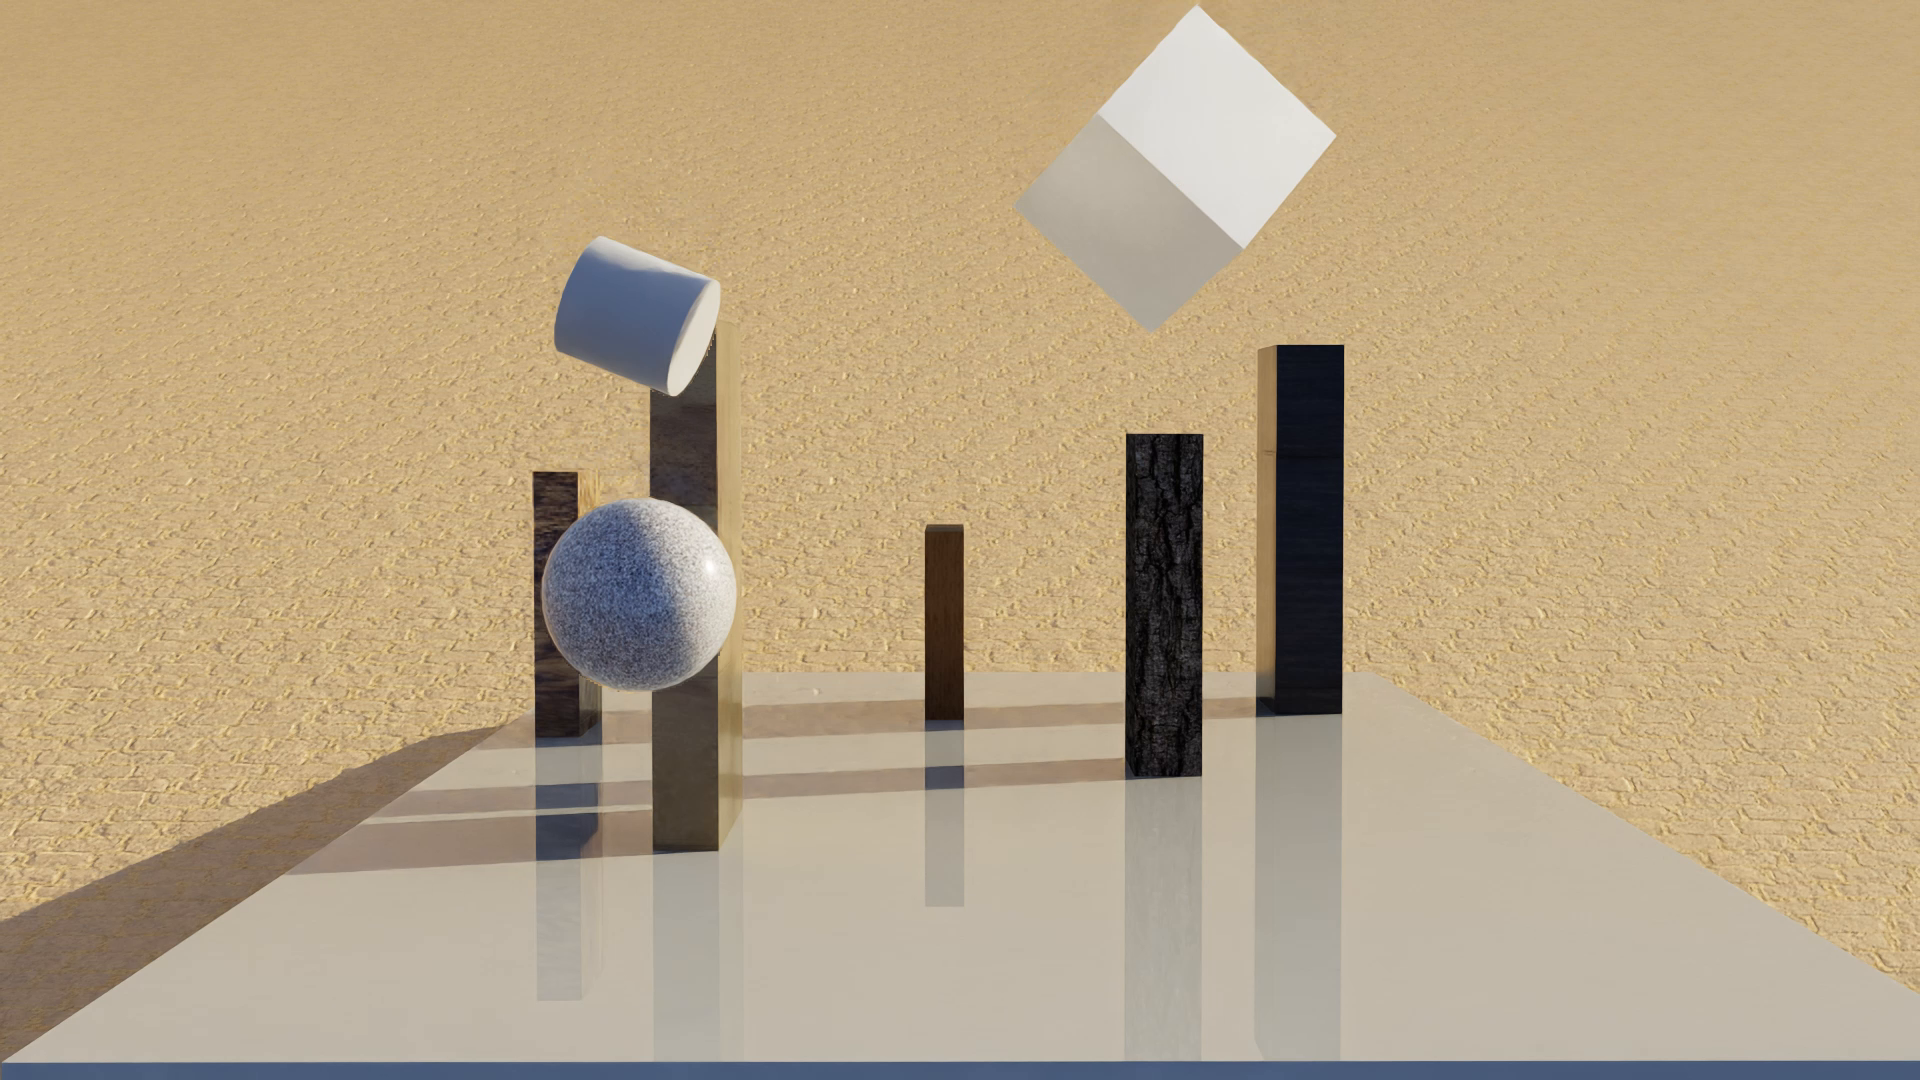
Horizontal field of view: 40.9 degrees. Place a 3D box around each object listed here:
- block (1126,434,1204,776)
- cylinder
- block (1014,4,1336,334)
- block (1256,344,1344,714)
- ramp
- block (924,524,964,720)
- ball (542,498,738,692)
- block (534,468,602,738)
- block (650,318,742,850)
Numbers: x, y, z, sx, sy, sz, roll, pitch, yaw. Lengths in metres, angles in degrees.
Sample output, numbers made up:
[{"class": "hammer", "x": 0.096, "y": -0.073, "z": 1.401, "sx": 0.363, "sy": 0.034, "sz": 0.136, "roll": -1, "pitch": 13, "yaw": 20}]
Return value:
[{"class": "block", "x": 0.372, "y": 0.111, "z": 4.709, "sx": 0.121, "sy": 0.611, "sz": 0.257, "roll": 0, "pitch": 3, "yaw": 0}, {"class": "cylinder", "x": -0.316, "y": -0.220, "z": 2.526, "sx": 0.122, "sy": 0.122, "sz": 0.122, "roll": 22, "pitch": 26, "yaw": 7}, {"class": "block", "x": 0.208, "y": -0.360, "z": 2.510, "sx": 0.186, "sy": 0.186, "sz": 0.186, "roll": 42, "pitch": 58, "yaw": -4}, {"class": "block", "x": 0.756, "y": -0.030, "z": 5.744, "sx": 0.146, "sy": 0.800, "sz": 0.354, "roll": 0, "pitch": 3, "yaw": 0}, {"class": "ramp", "x": 0.052, "y": 0.475, "z": 4.536, "sx": 2.000, "sy": 0.100, "sz": 4.000, "roll": 0, "pitch": 3, "yaw": 0}, {"class": "block", "x": -0.034, "y": 0.173, "z": 5.679, "sx": 0.084, "sy": 0.401, "sz": 0.421, "roll": 0, "pitch": 3, "yaw": 0}, {"class": "ball", "x": -0.321, "y": 0.054, "z": 2.576, "sx": 0.195, "sy": 0.195, "sz": 0.195, "roll": 0, "pitch": 23, "yaw": 0}, {"class": "block", "x": -0.810, "y": 0.122, "z": 5.327, "sx": 0.089, "sy": 0.535, "sz": 0.331, "roll": 0, "pitch": 3, "yaw": 0}, {"class": "block", "x": -0.405, "y": 0.057, "z": 3.986, "sx": 0.097, "sy": 0.784, "sz": 0.425, "roll": 0, "pitch": 3, "yaw": 0}]
